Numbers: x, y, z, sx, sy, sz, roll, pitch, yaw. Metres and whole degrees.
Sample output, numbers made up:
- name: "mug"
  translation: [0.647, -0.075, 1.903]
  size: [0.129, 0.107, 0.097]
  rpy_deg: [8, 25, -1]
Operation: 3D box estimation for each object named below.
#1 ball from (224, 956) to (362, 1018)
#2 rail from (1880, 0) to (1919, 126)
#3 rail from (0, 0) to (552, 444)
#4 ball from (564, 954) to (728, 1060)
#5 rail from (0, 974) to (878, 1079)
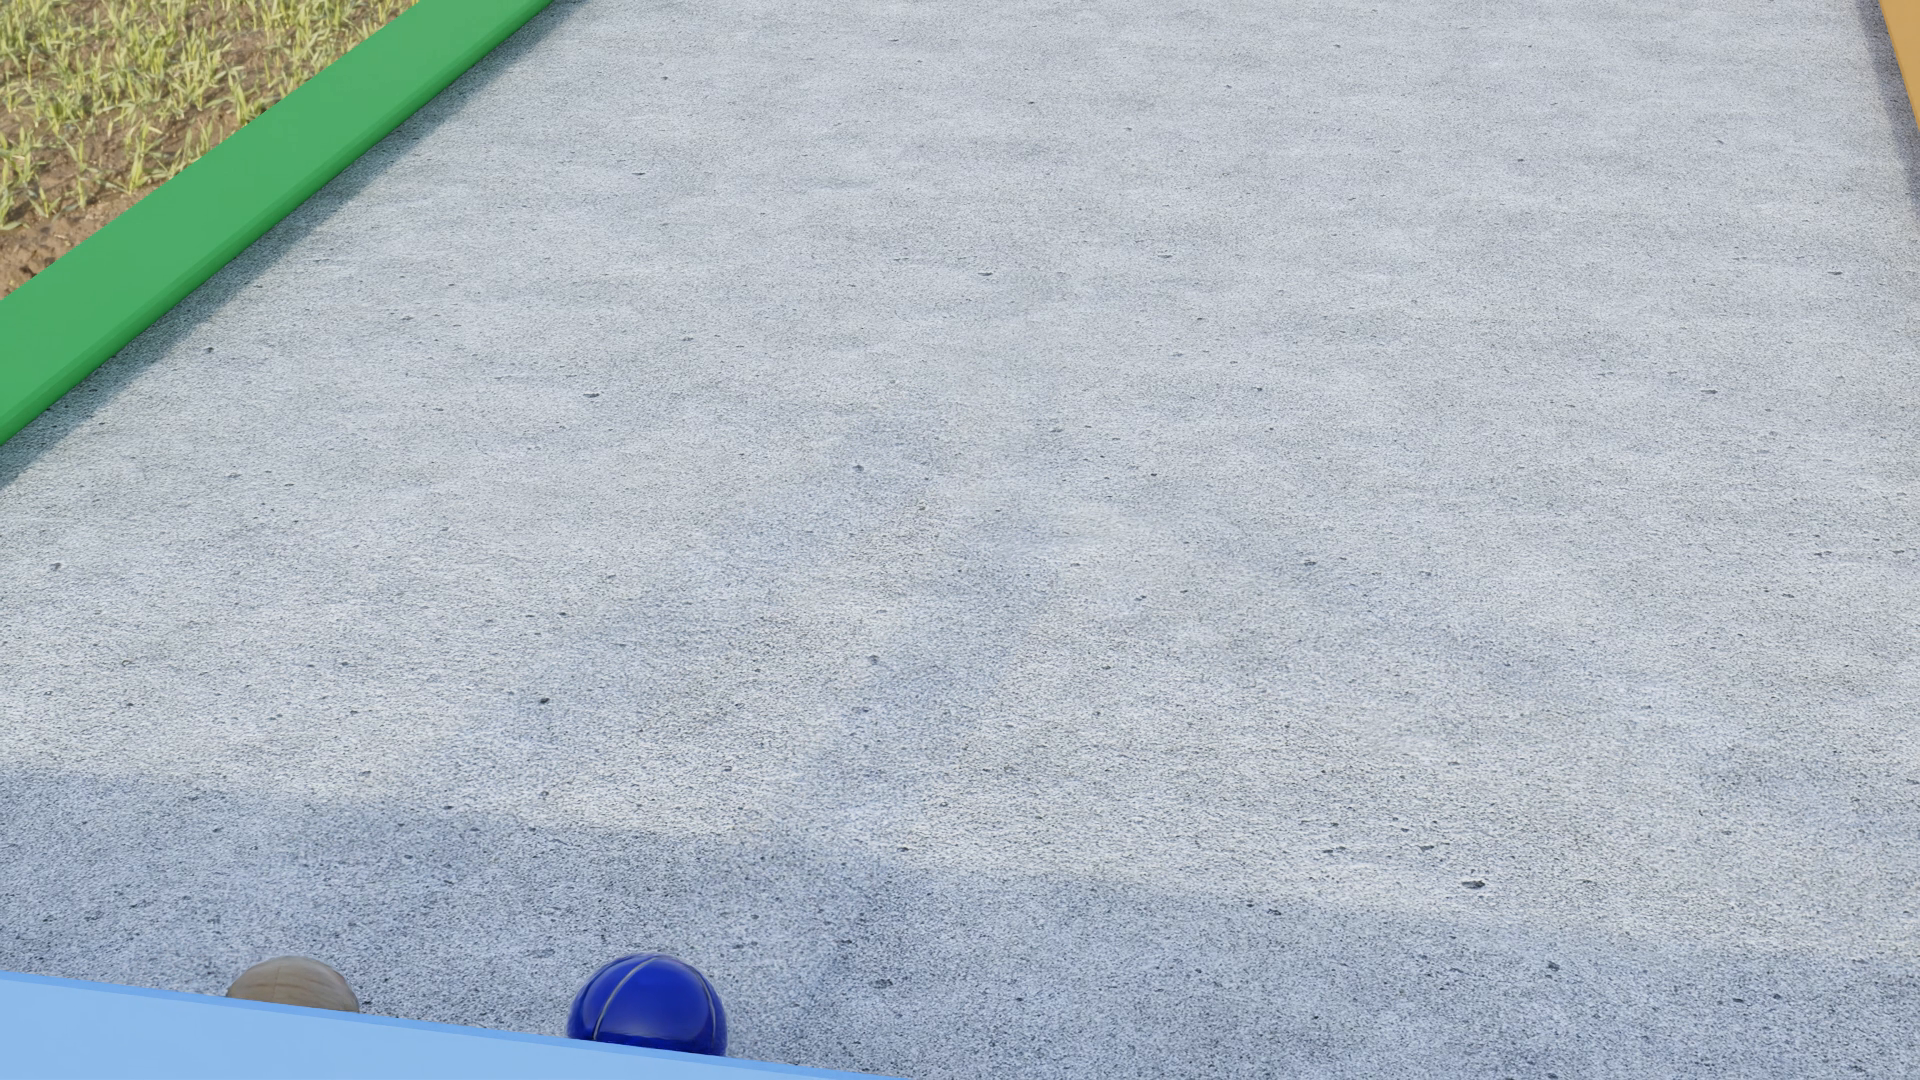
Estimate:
- name: "ball"
  translation: [-0.321, 0.233, 1.409]
  size: [0.068, 0.068, 0.068]
  rpy_deg: [0, 25, 0]
- name: "rail"
  translation: [0.822, -0.235, 2.358]
  size: [0.045, 0.100, 2.680]
  rpy_deg: [5, 26, 10]
- name: "rail"
  translation: [-0.559, -0.353, 2.609]
  size: [0.045, 0.100, 2.680]
  rpy_deg: [5, 26, 10]
- name: "ball"
  translation: [-0.149, 0.235, 1.395]
  size: [0.077, 0.077, 0.077]
  rpy_deg: [0, 25, 0]
- name: "rail"
  translation: [-0.127, 0.258, 1.317]
  size: [1.456, 0.100, 0.045]
  rpy_deg: [5, 26, 10]
